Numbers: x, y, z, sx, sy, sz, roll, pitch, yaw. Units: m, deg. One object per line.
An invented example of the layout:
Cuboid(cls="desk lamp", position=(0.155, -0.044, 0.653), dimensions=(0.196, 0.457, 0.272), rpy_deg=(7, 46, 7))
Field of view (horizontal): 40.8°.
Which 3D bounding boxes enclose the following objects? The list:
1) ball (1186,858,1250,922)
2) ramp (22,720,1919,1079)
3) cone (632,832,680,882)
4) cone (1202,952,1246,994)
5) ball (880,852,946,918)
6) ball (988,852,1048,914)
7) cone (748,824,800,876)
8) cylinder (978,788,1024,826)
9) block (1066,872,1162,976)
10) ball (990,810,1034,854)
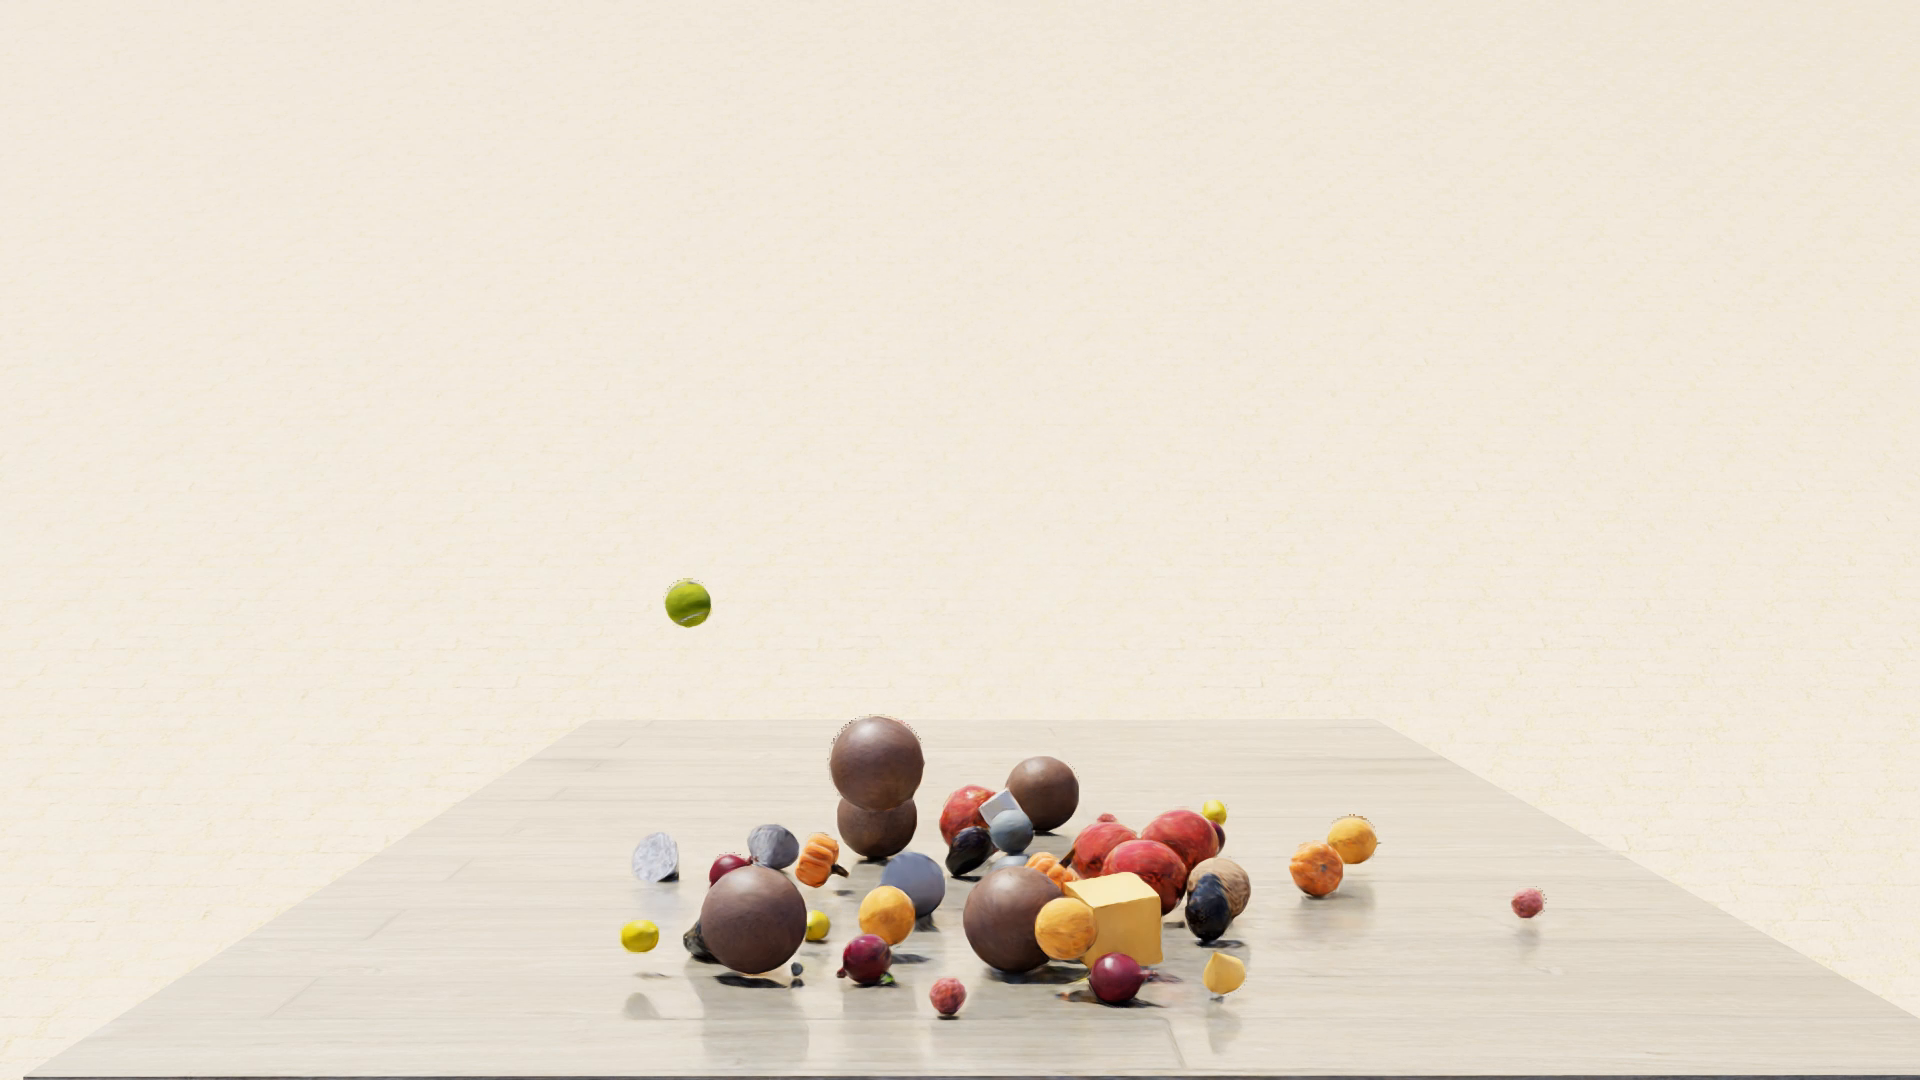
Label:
Cuboid(cls="ball", position=(0.350, 0.474, 3.499), dimensions=(0.088, 0.088, 0.088), rpy_deg=(0, 27, 0))
Cuboid(cls="ramp", position=(0.061, 0.547, 4.583), dimensions=(2.000, 0.100, 4.000), rpy_deg=(0, 1, 0))
Cuboid(cls="cone", position=(-0.443, 0.493, 3.903), dimensions=(0.078, 0.078, 0.078), rpy_deg=(-11, 60, 20))
Cuboid(cls="cone", position=(0.297, 0.484, 2.954), dimensions=(0.050, 0.050, 0.050), rpy_deg=(-11, 47, 12))
Cuboid(cls="ball", position=(-0.065, 0.472, 3.531), dimensions=(0.090, 0.090, 0.090), rpy_deg=(0, 27, 0))
Cuboid(cls="ball", position=(0.079, 0.475, 3.575), dimensions=(0.083, 0.083, 0.083), rpy_deg=(0, 27, 0))
Cuboid(cls="cone", position=(-0.295, 0.491, 3.938), dimensions=(0.083, 0.083, 0.083), rpy_deg=(5, 29, 10))
Cuboid(cls="cylinder", position=(0.064, 0.411, 3.882), dimensions=(0.055, 0.055, 0.055), rpy_deg=(-34, -1, -1))
Cuboid(cls="block", position=(0.186, 0.463, 3.126), dimensions=(0.087, 0.087, 0.087), rpy_deg=(-8, 15, -18))
Cuboid(cls="ball", position=(0.072, 0.407, 3.599), dimensions=(0.062, 0.062, 0.062), rpy_deg=(0, 27, 0))
